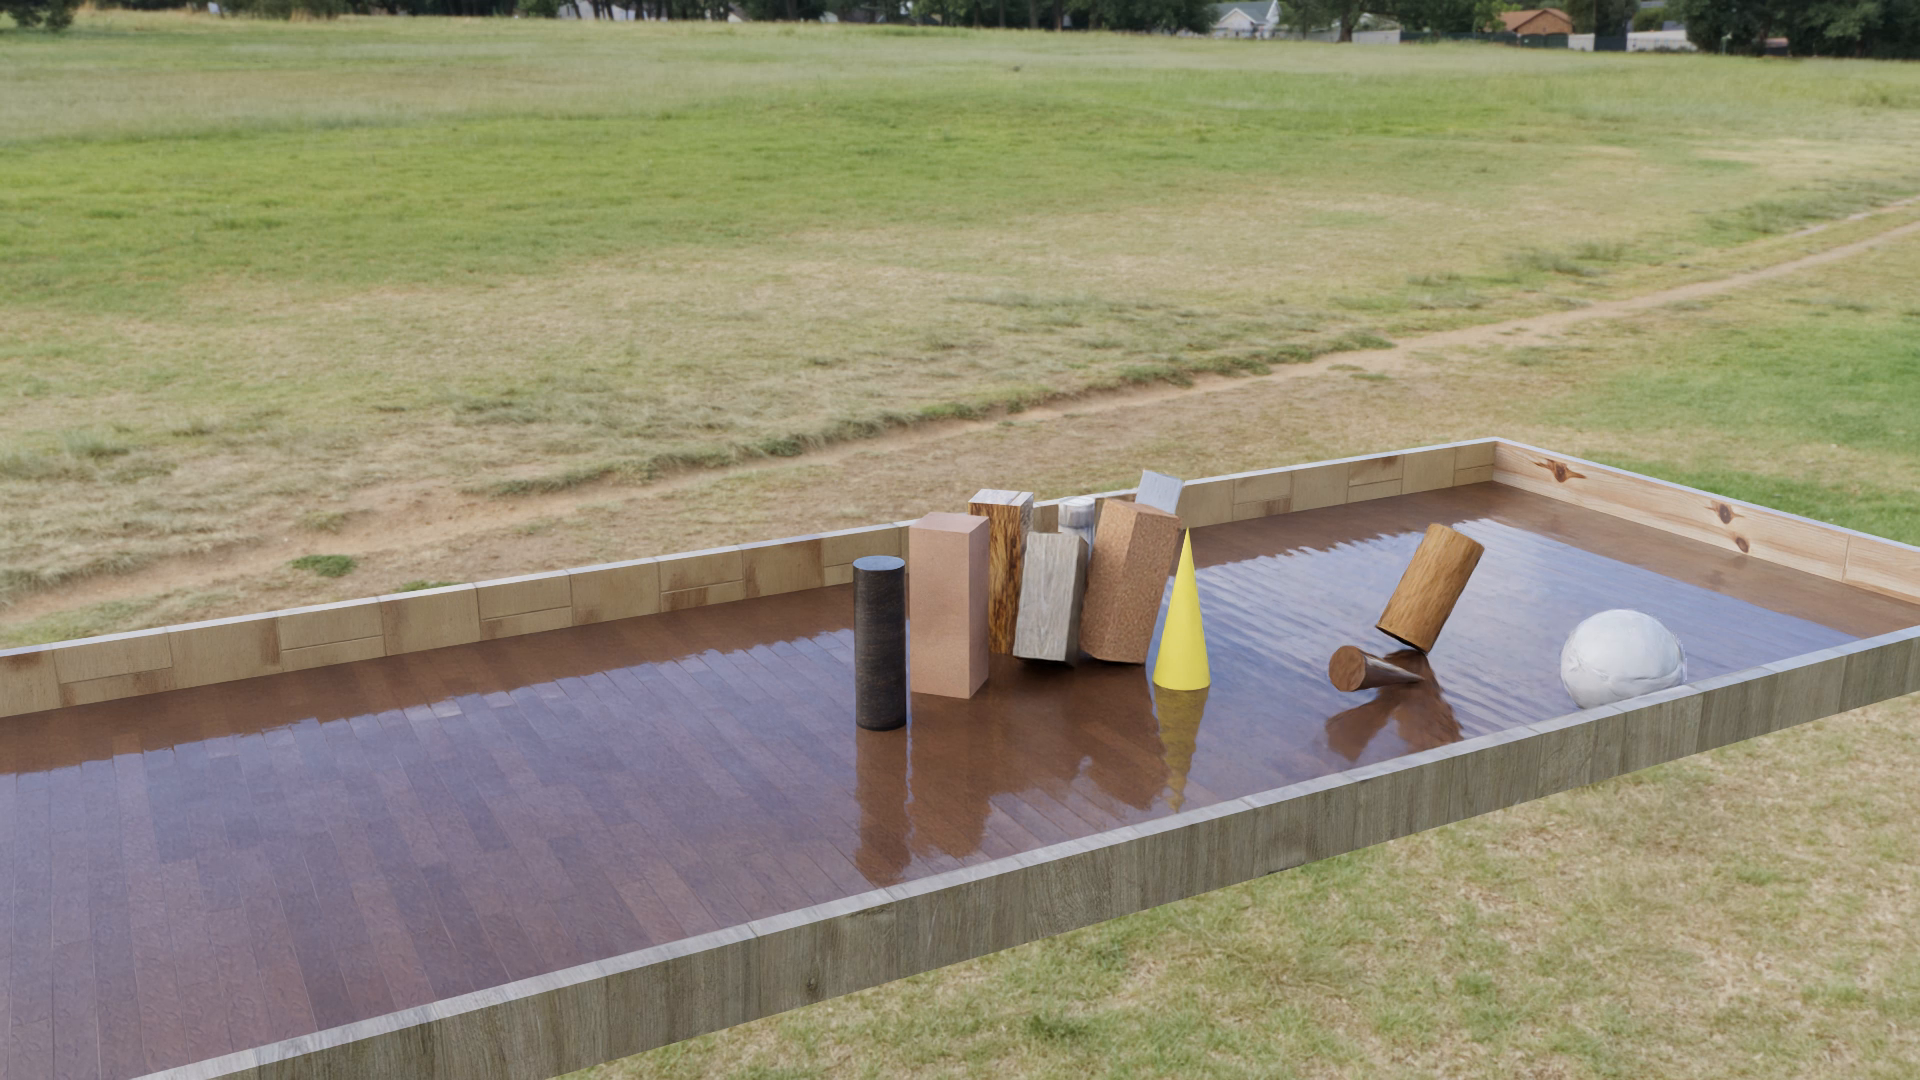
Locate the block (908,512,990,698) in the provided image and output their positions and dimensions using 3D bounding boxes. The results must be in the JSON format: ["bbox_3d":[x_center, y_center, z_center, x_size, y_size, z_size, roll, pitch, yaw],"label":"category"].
[{"bbox_3d":[-0.025,0.159,4.066,0.153,0.422,0.153,6,17,18],"label":"block"}]

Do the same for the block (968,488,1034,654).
[{"bbox_3d":[0.107,0.083,4.356,0.141,0.405,0.141,5,17,15],"label":"block"}]

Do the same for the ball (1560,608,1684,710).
[{"bbox_3d":[1.549,0.297,3.862,0.272,0.272,0.272,0,16,0],"label":"ball"}]

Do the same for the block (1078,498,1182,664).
[{"bbox_3d":[0.426,0.107,4.255,0.146,0.390,0.146,8,11,-31],"label":"block"}]

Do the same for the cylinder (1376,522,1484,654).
[{"bbox_3d":[1.231,0.127,4.318,0.151,0.309,0.151,28,0,0],"label":"cylinder"}]

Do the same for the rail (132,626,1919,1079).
[{"bbox_3d":[-2.336,1.006,1.665,12.000,0.150,0.050,-9,18,-27],"label":"rail"}]

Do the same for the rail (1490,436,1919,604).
[{"bbox_3d":[2.466,-0.048,5.253,0.050,0.150,2.100,-9,18,-27],"label":"rail"}]

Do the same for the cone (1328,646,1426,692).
[{"bbox_3d":[1.055,0.331,4.072,0.303,0.114,0.114,9,8,-36],"label":"cone"}]

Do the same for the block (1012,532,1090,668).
[{"bbox_3d":[0.235,0.153,4.218,0.134,0.320,0.134,5,-10,16],"label":"block"}]

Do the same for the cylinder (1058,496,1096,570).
[{"bbox_3d":[0.323,0.051,4.591,0.102,0.332,0.102,0,16,0],"label":"cylinder"}]

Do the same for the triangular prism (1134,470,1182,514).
[{"bbox_3d":[0.497,0.046,4.400,0.113,0.445,0.098,19,7,27],"label":"triangular prism"}]

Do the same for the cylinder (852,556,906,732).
[{"bbox_3d":[-0.186,0.241,3.840,0.120,0.392,0.120,0,16,0],"label":"cylinder"}]

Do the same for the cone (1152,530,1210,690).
[{"bbox_3d":[0.559,0.158,4.100,0.146,0.404,0.146,0,16,0],"label":"cone"}]

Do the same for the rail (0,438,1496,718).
[{"bbox_3d":[-3.305,0.497,3.399,12.000,0.150,0.050,-9,18,-27],"label":"rail"}]
